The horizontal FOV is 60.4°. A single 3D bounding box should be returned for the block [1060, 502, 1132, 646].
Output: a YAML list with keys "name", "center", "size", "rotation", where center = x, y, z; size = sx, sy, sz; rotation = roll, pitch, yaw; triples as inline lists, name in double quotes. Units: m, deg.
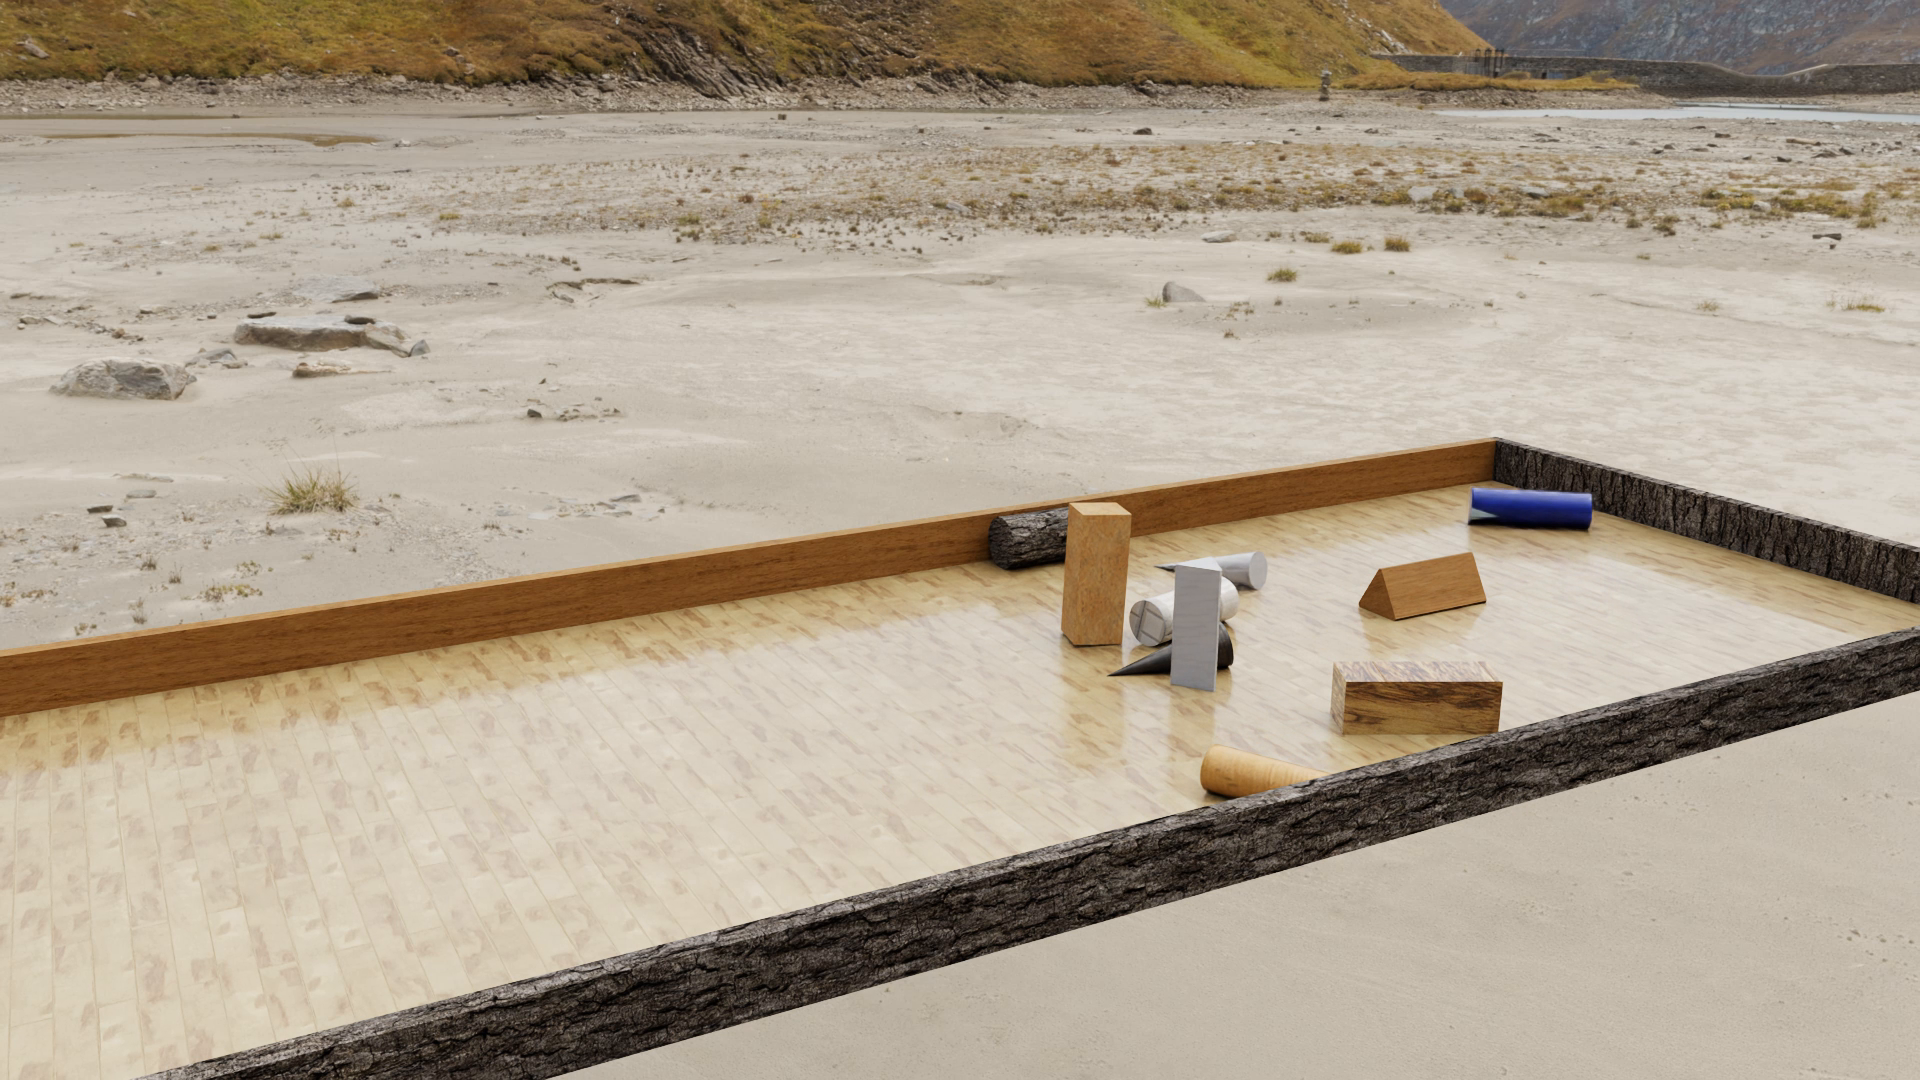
- name: "block"
  center: [0.362, 0.089, 4.405]
  size: [0.132, 0.356, 0.132]
  rotation: [-1, 15, -13]

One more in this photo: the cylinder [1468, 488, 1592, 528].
- name: "cylinder"
  center: [1.903, -0.106, 5.512]
  size: [0.380, 0.114, 0.114]
  rotation: [4, 17, 12]

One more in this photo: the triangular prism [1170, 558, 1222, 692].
- name: "triangular prism"
  center: [0.602, 0.204, 4.104]
  size: [0.118, 0.312, 0.102]
  rotation: [9, 18, 26]

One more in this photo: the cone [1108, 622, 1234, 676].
- name: "cone"
  center: [0.523, 0.306, 4.209]
  size: [0.328, 0.120, 0.120]
  rotation: [-14, 19, -11]

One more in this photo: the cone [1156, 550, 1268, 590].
- name: "cone"
  center: [0.734, 0.085, 4.967]
  size: [0.367, 0.114, 0.114]
  rotation: [2, 14, 39]

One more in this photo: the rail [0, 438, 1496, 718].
- name: "rail"
  center: [-3.305, 0.497, 3.399]
  size: [12.000, 0.150, 0.050]
  rotation: [-9, 18, -27]

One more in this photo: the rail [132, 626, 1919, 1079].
- name: "rail"
  center: [-2.336, 1.006, 1.665]
  size: [12.000, 0.150, 0.050]
  rotation: [-9, 18, -27]

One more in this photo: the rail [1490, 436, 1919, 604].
- name: "rail"
  center: [2.466, -0.048, 5.253]
  size: [0.050, 0.150, 2.100]
  rotation: [-9, 18, -27]

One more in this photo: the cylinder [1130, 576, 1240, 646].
- name: "cylinder"
  center: [0.611, 0.191, 4.481]
  size: [0.314, 0.125, 0.125]
  rotation: [-15, 22, -41]

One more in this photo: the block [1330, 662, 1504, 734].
- name: "block"
  center: [1.066, 0.369, 3.866]
  size: [0.361, 0.131, 0.131]
  rotation: [0, 16, 0]

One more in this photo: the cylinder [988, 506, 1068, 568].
- name: "cylinder"
  center: [0.285, -0.015, 5.122]
  size: [0.362, 0.160, 0.160]
  rotation: [-9, 18, -27]

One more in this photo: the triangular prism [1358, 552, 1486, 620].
- name: "triangular prism"
  center: [1.326, 0.119, 4.705]
  size: [0.345, 0.130, 0.150]
  rotation: [-9, 19, -27]

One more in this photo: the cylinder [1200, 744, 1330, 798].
- name: "cylinder"
  center: [0.671, 0.512, 3.432]
  size: [0.329, 0.102, 0.102]
  rotation: [11, 20, 34]
